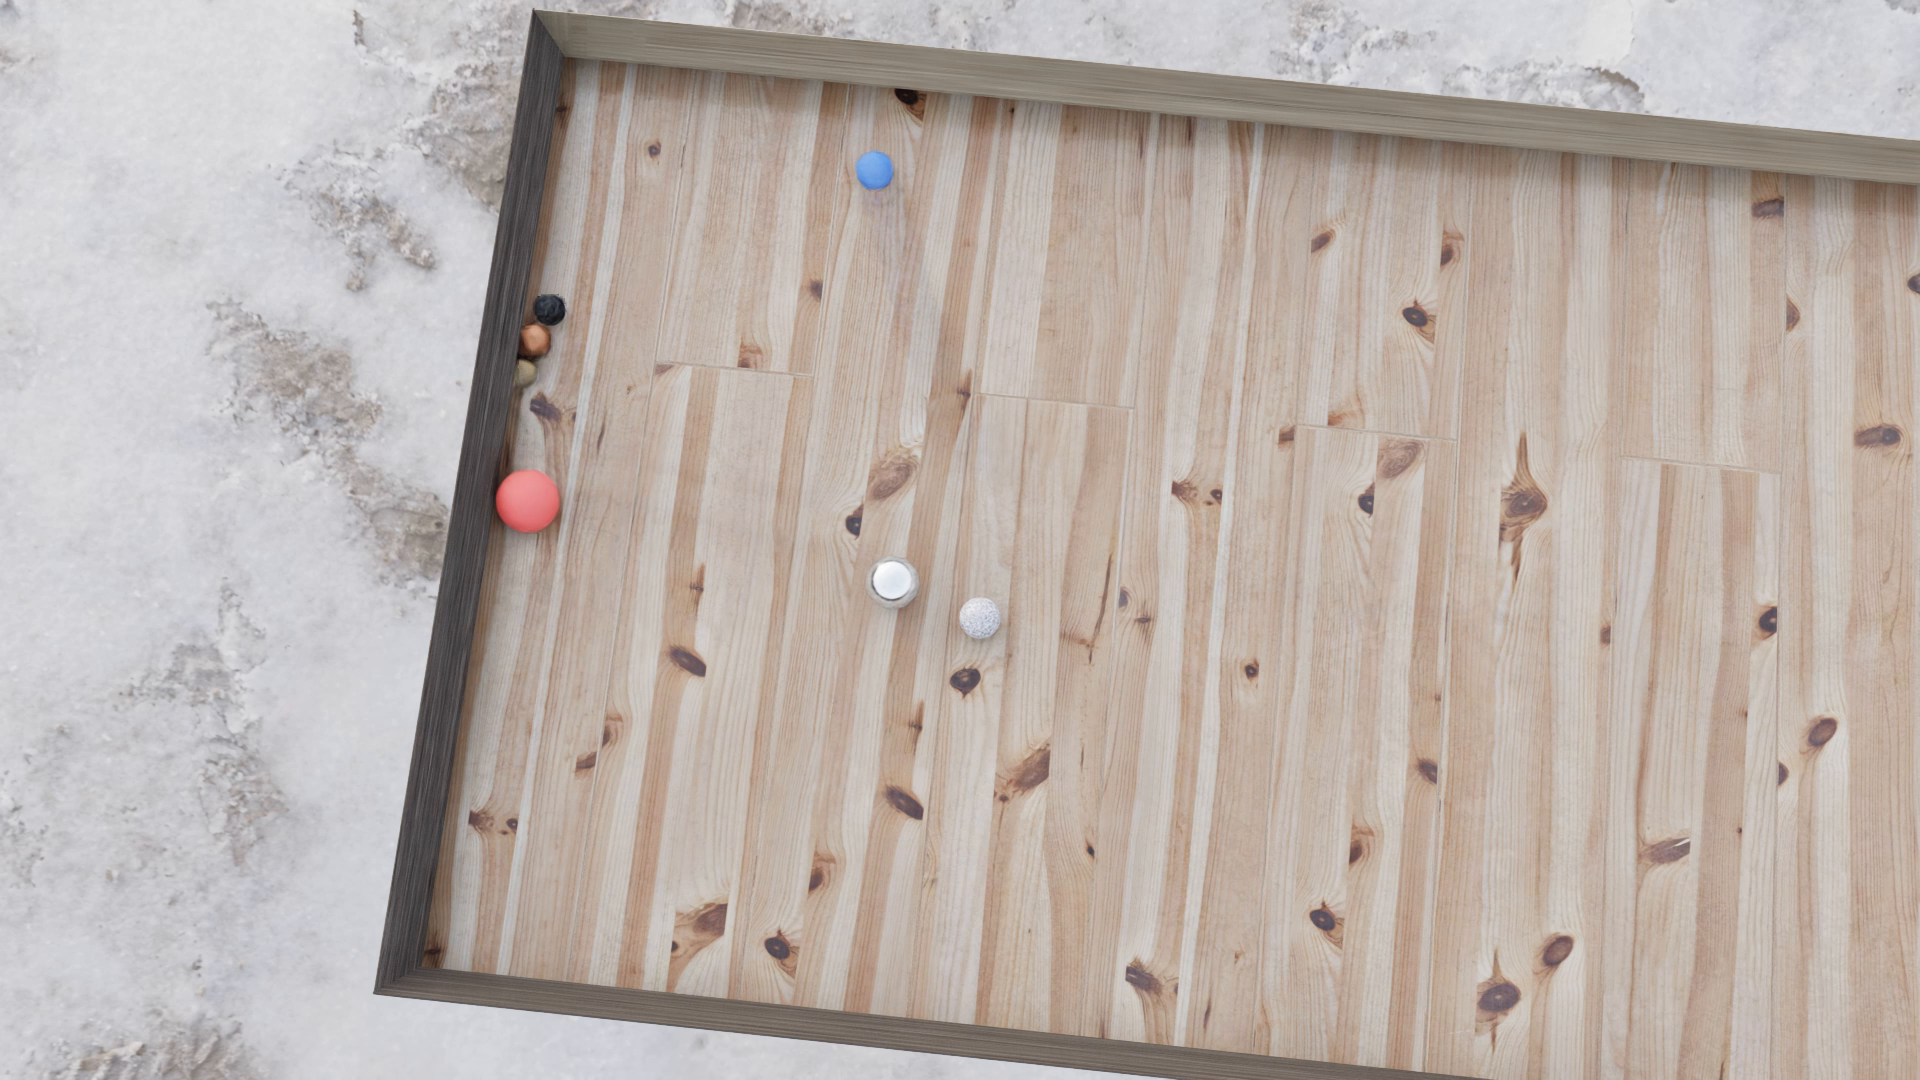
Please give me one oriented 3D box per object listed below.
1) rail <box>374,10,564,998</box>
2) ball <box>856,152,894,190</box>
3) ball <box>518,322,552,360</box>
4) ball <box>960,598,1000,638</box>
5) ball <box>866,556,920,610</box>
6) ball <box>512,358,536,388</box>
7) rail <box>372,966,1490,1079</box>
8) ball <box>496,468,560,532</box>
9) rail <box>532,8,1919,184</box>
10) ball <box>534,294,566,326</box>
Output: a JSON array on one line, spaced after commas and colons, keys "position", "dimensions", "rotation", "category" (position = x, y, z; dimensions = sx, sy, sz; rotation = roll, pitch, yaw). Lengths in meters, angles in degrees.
[{"position": [-0.722, -0.080, 3.315], "dimensions": [0.045, 0.124, 1.515], "rotation": [6, 77, 1], "category": "rail"}, {"position": [-0.134, -0.582, 3.468], "dimensions": [0.059, 0.059, 0.059], "rotation": [0, 77, 0], "category": "ball"}, {"position": [-0.661, -0.308, 3.404], "dimensions": [0.057, 0.057, 0.057], "rotation": [0, 77, 0], "category": "ball"}, {"position": [0.030, 0.117, 3.300], "dimensions": [0.062, 0.062, 0.062], "rotation": [0, 77, 0], "category": "ball"}, {"position": [-0.102, 0.063, 3.303], "dimensions": [0.081, 0.081, 0.081], "rotation": [0, 77, 0], "category": "ball"}, {"position": [-0.677, -0.258, 3.398], "dimensions": [0.046, 0.046, 0.046], "rotation": [0, 77, 0], "category": "ball"}, {"position": [0.670, 0.777, 3.110], "dimensions": [2.997, 0.124, 0.045], "rotation": [6, 77, 1], "category": "rail"}, {"position": [-0.653, -0.060, 3.326], "dimensions": [0.096, 0.096, 0.096], "rotation": [0, 77, 0], "category": "ball"}, {"position": [0.820, -0.643, 3.449], "dimensions": [2.997, 0.124, 0.045], "rotation": [6, 77, 1], "category": "rail"}, {"position": [-0.637, -0.358, 3.421], "dimensions": [0.048, 0.048, 0.048], "rotation": [0, 77, 0], "category": "ball"}]
